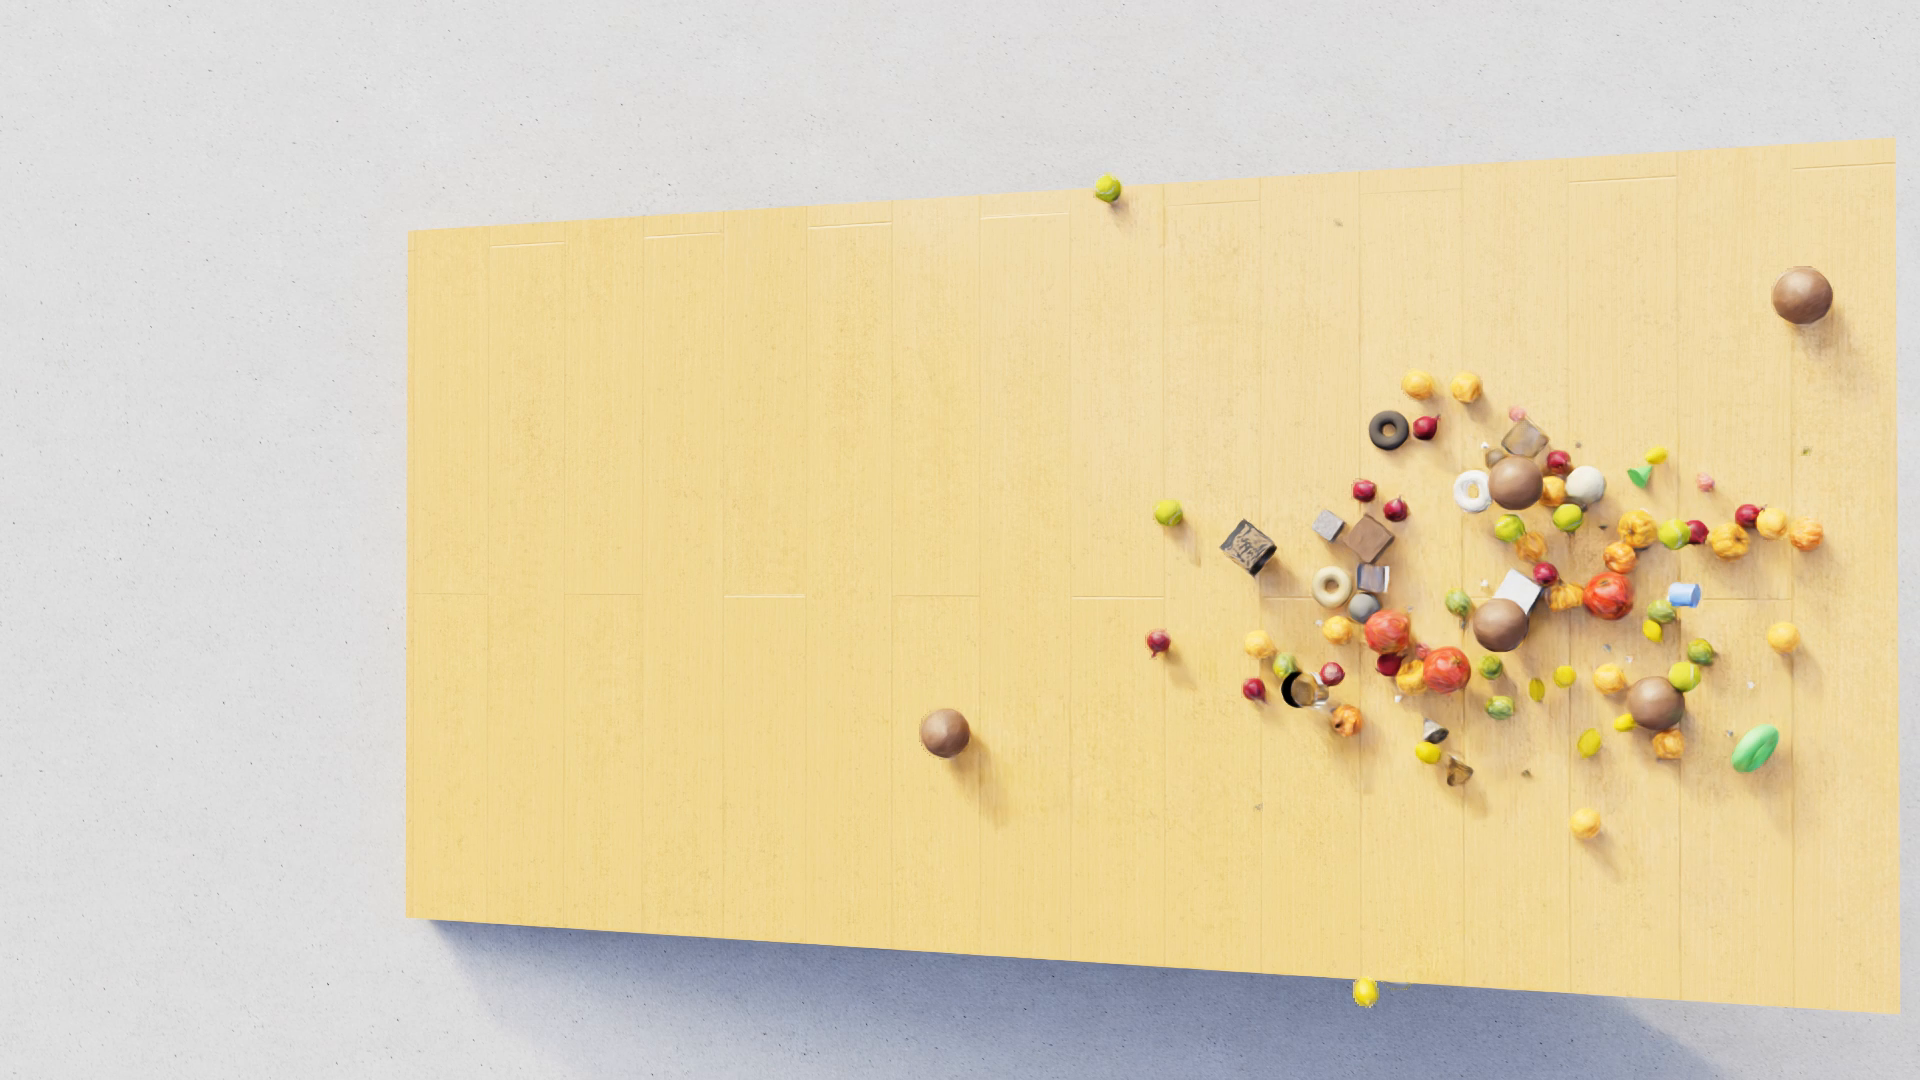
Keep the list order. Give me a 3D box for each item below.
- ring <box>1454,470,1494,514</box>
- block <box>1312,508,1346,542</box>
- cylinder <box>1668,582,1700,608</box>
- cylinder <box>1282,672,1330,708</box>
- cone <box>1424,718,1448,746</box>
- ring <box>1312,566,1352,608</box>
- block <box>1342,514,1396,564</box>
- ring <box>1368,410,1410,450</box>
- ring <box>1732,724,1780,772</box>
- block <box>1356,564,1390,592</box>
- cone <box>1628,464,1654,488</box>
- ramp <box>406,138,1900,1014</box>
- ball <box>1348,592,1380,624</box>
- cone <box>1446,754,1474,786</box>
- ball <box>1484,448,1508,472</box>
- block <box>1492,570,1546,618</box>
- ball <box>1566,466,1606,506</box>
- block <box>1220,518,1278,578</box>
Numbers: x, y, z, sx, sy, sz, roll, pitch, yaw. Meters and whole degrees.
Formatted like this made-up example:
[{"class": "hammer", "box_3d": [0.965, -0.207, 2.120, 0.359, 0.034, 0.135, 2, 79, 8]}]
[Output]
[{"class": "ring", "box_3d": [1.231, -0.115, 5.269, 0.106, 0.035, 0.106, 5, 98, 38]}, {"class": "block", "box_3d": [0.912, -0.036, 5.440, 0.059, 0.059, 0.059, 36, 101, 17]}, {"class": "cylinder", "box_3d": [1.671, 0.127, 5.071, 0.053, 0.053, 0.053, 6, 89, 40]}, {"class": "cylinder", "box_3d": [0.851, 0.370, 5.412, 0.089, 0.089, 0.089, -4, 83, 33]}, {"class": "cone", "box_3d": [1.146, 0.455, 5.362, 0.067, 0.067, 0.067, -25, 52, 0]}, {"class": "ring", "box_3d": [0.921, 0.116, 5.448, 0.104, 0.035, 0.104, 0, 91, 20]}, {"class": "block", "box_3d": [1.005, -0.002, 5.392, 0.085, 0.085, 0.085, 42, 103, 16]}, {"class": "ring", "box_3d": [1.054, -0.270, 5.405, 0.100, 0.033, 0.100, -1, 88, 20]}, {"class": "ring", "box_3d": [1.827, 0.478, 5.052, 0.133, 0.133, 0.044, -45, 54, -1]}, {"class": "block", "box_3d": [1.013, 0.094, 5.398, 0.064, 0.064, 0.064, 4, 91, 22]}, {"class": "cone", "box_3d": [1.619, -0.162, 5.198, 0.055, 0.055, 0.055, -37, 89, 0]}, {"class": "ramp", "box_3d": [0.281, 0.089, 5.757, 4.000, 0.100, 2.000, 0, 89, 20]}, {"class": "ball", "box_3d": [0.993, 0.167, 5.398, 0.076, 0.076, 0.076, 0, 89, 0]}, {"class": "cone", "box_3d": [1.199, 0.545, 5.340, 0.072, 0.072, 0.072, -24, 53, 0]}, {"class": "ball", "box_3d": [1.293, -0.193, 5.302, 0.056, 0.056, 0.056, 0, 89, 0]}, {"class": "block", "box_3d": [1.339, 0.128, 5.265, 0.085, 0.085, 0.085, 32, 100, 19]}, {"class": "ball", "box_3d": [1.483, -0.129, 5.209, 0.093, 0.093, 0.093, 0, 89, 0]}, {"class": "block", "box_3d": [0.716, 0.020, 5.452, 0.094, 0.094, 0.094, 40, 90, 20]}]
